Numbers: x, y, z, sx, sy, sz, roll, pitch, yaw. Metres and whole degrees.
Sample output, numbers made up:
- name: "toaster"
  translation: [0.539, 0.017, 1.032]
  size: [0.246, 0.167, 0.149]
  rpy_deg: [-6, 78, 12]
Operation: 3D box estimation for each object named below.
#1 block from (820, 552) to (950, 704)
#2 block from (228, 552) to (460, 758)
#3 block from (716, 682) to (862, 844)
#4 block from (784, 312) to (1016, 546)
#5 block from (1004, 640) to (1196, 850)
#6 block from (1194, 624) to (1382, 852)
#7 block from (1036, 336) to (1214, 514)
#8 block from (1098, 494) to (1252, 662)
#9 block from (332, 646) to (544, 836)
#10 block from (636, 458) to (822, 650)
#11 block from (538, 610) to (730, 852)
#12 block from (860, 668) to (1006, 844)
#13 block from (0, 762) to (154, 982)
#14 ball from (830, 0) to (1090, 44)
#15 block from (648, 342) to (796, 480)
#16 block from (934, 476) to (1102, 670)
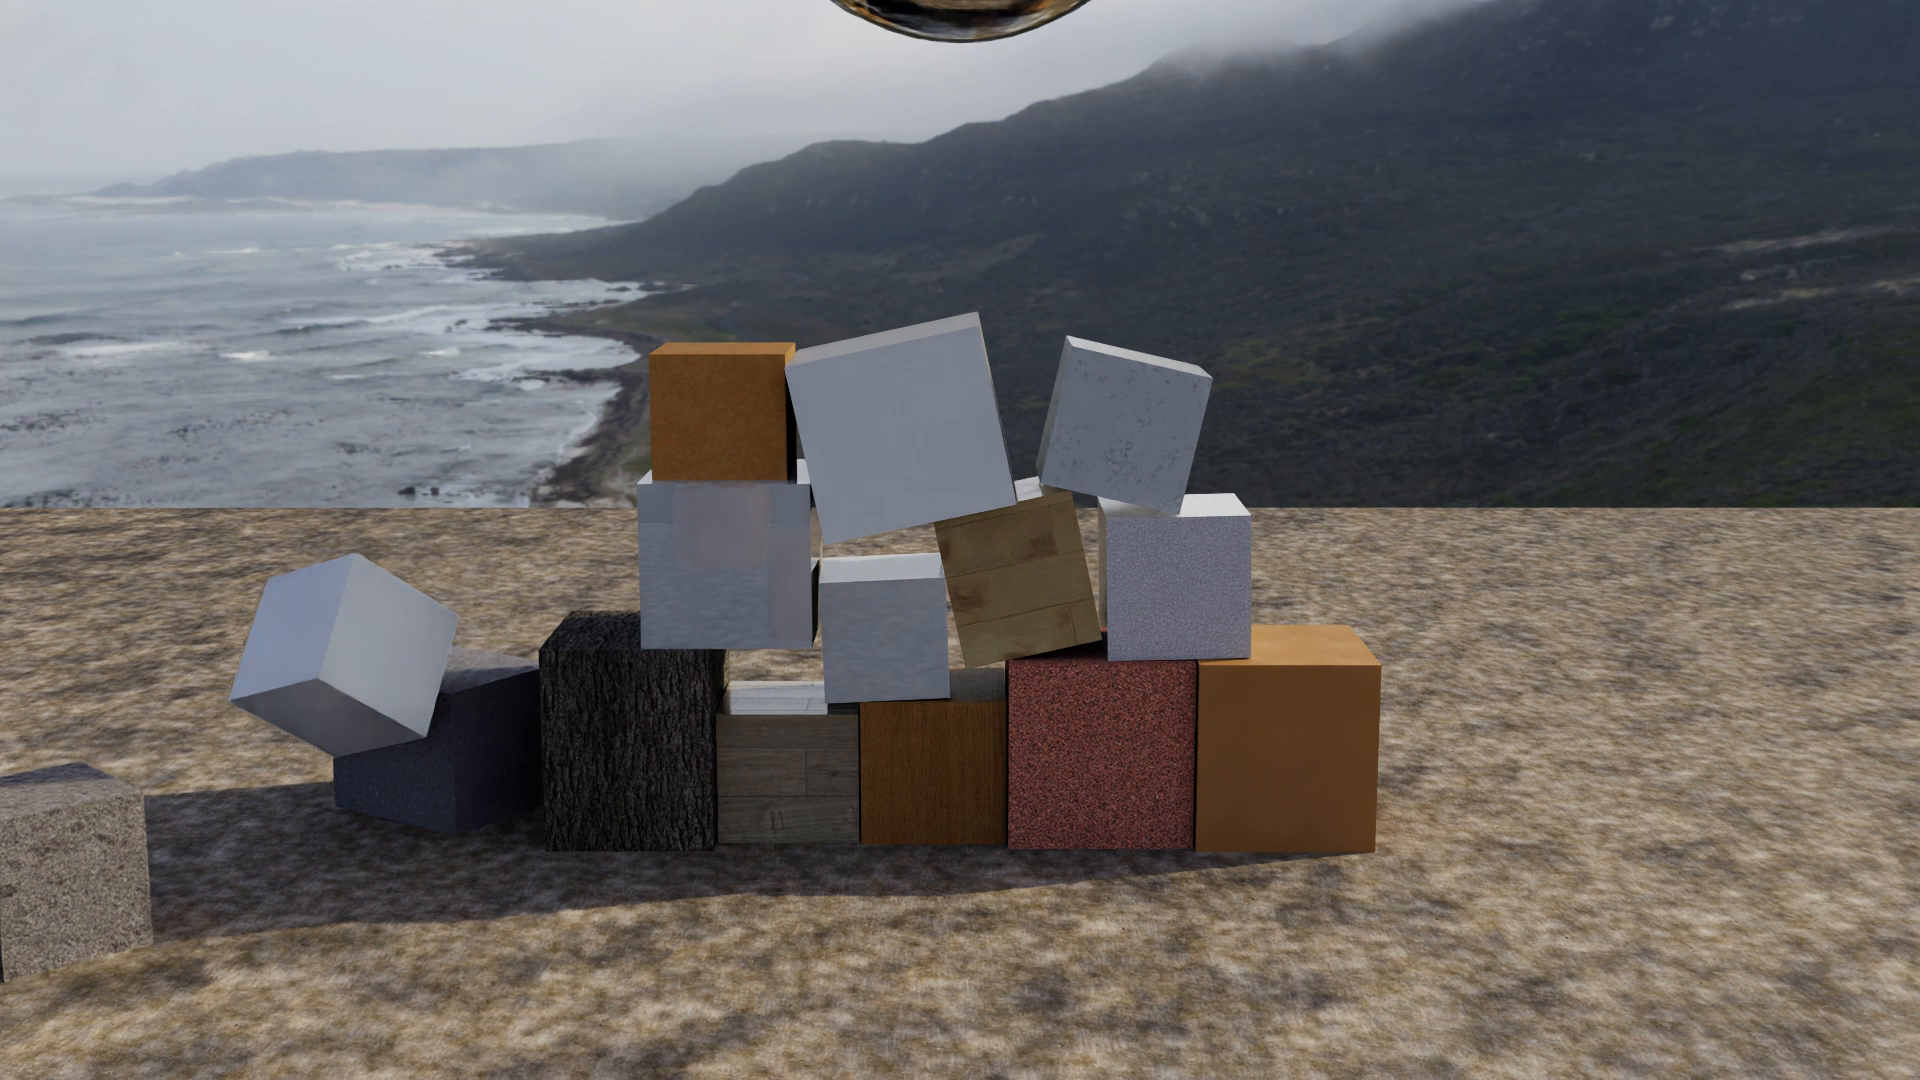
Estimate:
- name: "block"
  translation: [-0.384, 0.441, 11.258]
  size: [0.624, 0.614, 0.674]
  rpy_deg: [-3, 10, -1]
- name: "block"
  translation: [-3.062, 0.585, 10.965]
  size: [0.686, 0.686, 0.689]
  rpy_deg: [-14, -36, 34]
- name: "block"
  translation: [-0.865, 1.142, 11.400]
  size: [0.713, 0.674, 0.688]
  rpy_deg: [0, 10, 0]
- name: "block"
  translation: [-0.285, -0.584, 11.129]
  size: [0.963, 0.893, 0.895]
  rpy_deg: [-12, 10, 2]
- name: "block"
  translation: [0.705, 1.007, 11.372]
  size: [0.927, 0.950, 0.854]
  rpy_deg: [0, 10, 0]
- name: "block"
  translation: [1.625, 1.006, 11.348]
  size: [0.896, 0.960, 0.912]
  rpy_deg: [0, 10, 0]
- name: "block"
  translation: [0.815, -0.591, 11.096]
  size: [0.704, 0.691, 0.684]
  rpy_deg: [13, 10, -2]
- name: "block"
  translation: [1.083, 0.180, 11.211]
  size: [0.712, 0.720, 0.682]
  rpy_deg: [-1, 10, 0]
- name: "block"
  translation: [-2.742, 1.042, 11.746]
  size: [0.908, 0.748, 0.776]
  rpy_deg: [7, 12, 33]
- name: "block"
  translation: [-1.149, 0.056, 11.182]
  size: [0.841, 0.822, 0.854]
  rpy_deg: [0, 10, 0]
- name: "block"
  translation: [-1.653, 0.967, 11.358]
  size: [0.842, 1.033, 0.918]
  rpy_deg: [0, 10, 0]
- name: "block"
  translation: [-0.134, 1.108, 11.399]
  size: [0.729, 0.741, 0.731]
  rpy_deg: [0, 10, 0]
- name: "block"
  translation: [-4.033, 1.440, 9.684]
  size: [0.650, 0.701, 0.659]
  rpy_deg: [-10, 14, -43]
- name: "ball"
  translation: [0.000, -2.530, 7.566]
  size: [1.600, 1.600, 1.600]
  rpy_deg: [0, 10, 0]
- name: "block"
  translation: [-1.182, -0.656, 11.071]
  size: [0.664, 0.619, 0.640]
  rpy_deg: [0, 10, 0]
- name: "block"
  translation: [0.277, 0.143, 11.218]
  size: [0.698, 0.773, 0.657]
  rpy_deg: [-12, 10, 0]
